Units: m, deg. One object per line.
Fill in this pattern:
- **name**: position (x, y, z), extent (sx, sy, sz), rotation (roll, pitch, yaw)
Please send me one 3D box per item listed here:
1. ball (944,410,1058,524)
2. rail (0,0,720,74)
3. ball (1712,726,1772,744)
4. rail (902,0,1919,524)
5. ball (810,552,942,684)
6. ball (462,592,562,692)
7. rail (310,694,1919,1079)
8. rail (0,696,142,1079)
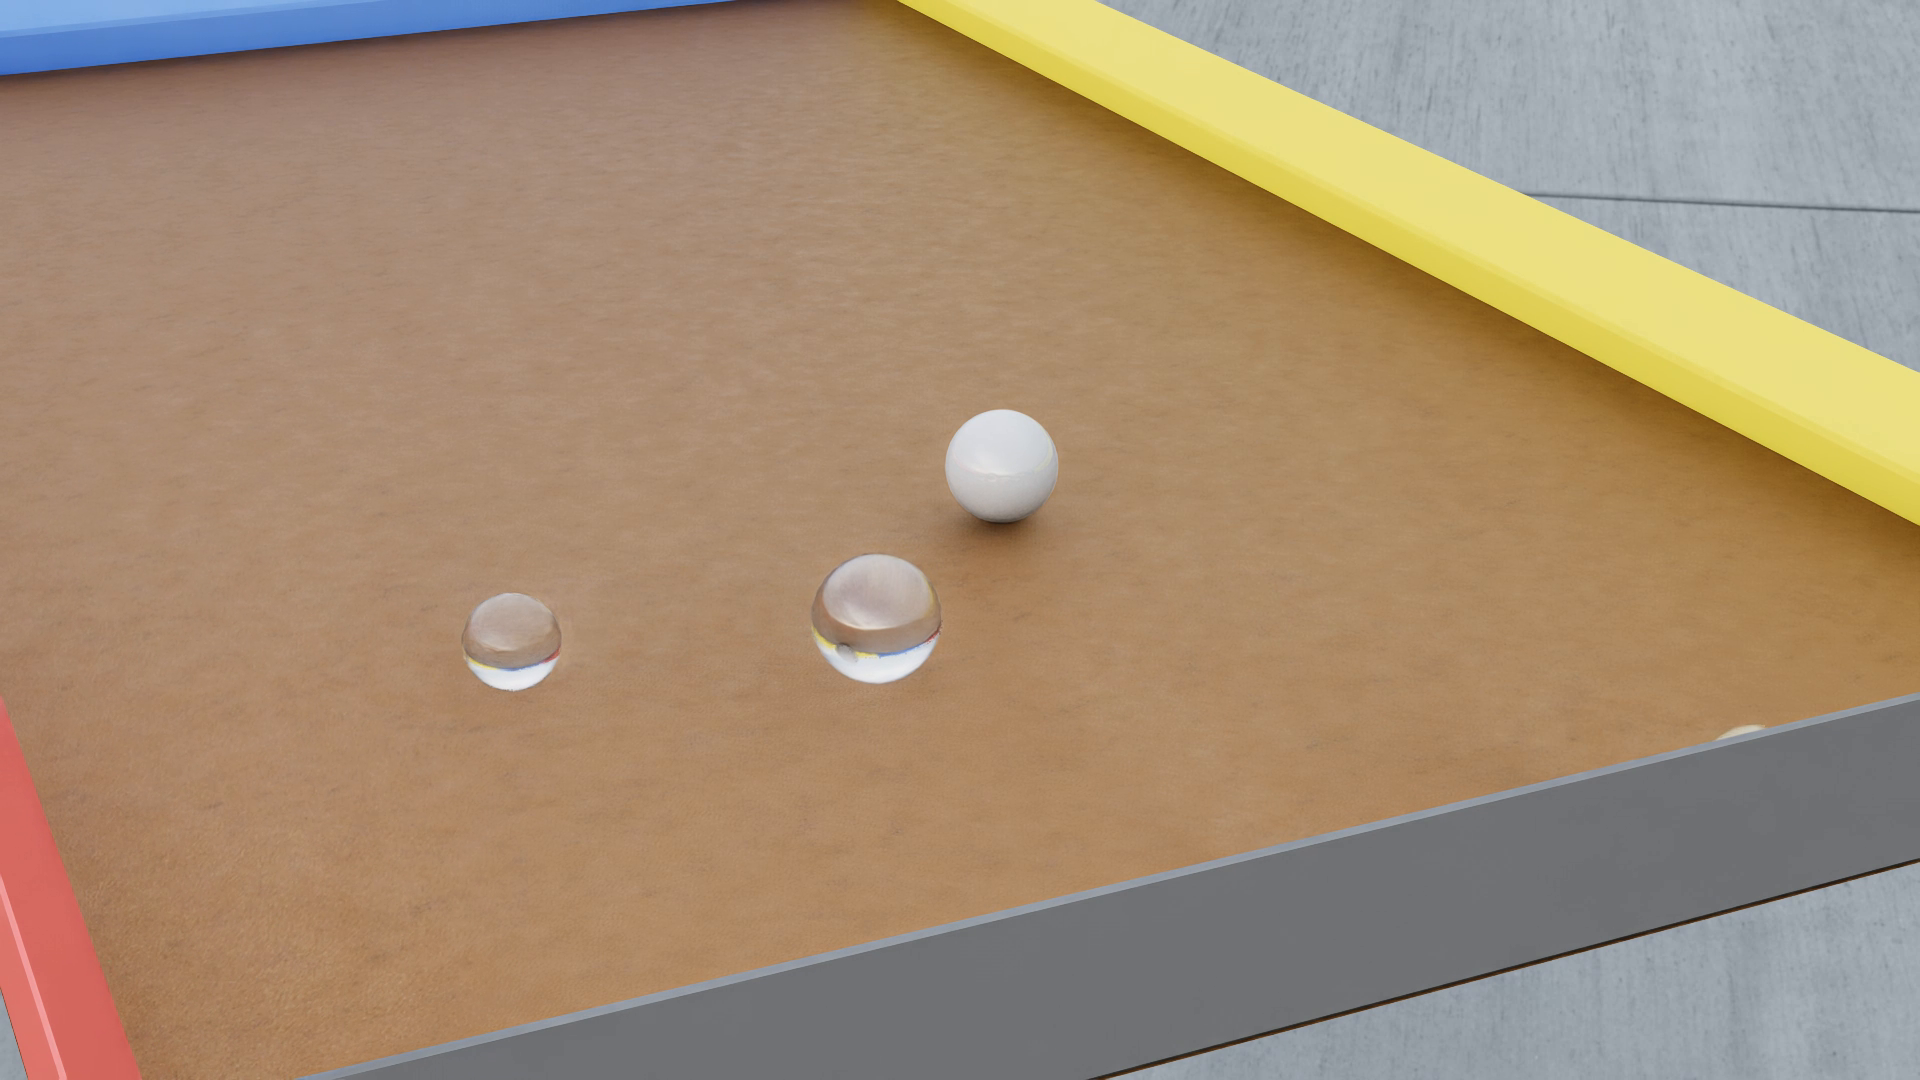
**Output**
- **ball**: position (0.034, -0.059, 2.355), extent (0.091, 0.091, 0.091), rotation (0, 23, 0)
- **rail**: position (-0.796, -0.703, 3.807), extent (1.503, 0.121, 0.045), rotation (-10, 25, -23)
- **ball**: position (0.508, 0.155, 1.881), extent (0.073, 0.073, 0.073), rotation (0, 23, 0)
- **rail**: position (0.392, -0.372, 3.040), extent (0.045, 0.121, 2.561), rotation (-10, 25, -23)
- **ball**: position (-0.059, 0.056, 2.087), extent (0.093, 0.093, 0.093), rotation (0, 23, 0)
- **ball**: position (-0.317, 0.072, 2.079), extent (0.070, 0.070, 0.070), rotation (0, 23, 0)
- **rail**: position (0.259, 0.201, 1.713), extent (1.503, 0.121, 0.045), rotation (-10, 25, -23)
- **rail**: position (-0.929, -0.130, 2.479), extent (0.045, 0.121, 2.561), rotation (-10, 25, -23)
